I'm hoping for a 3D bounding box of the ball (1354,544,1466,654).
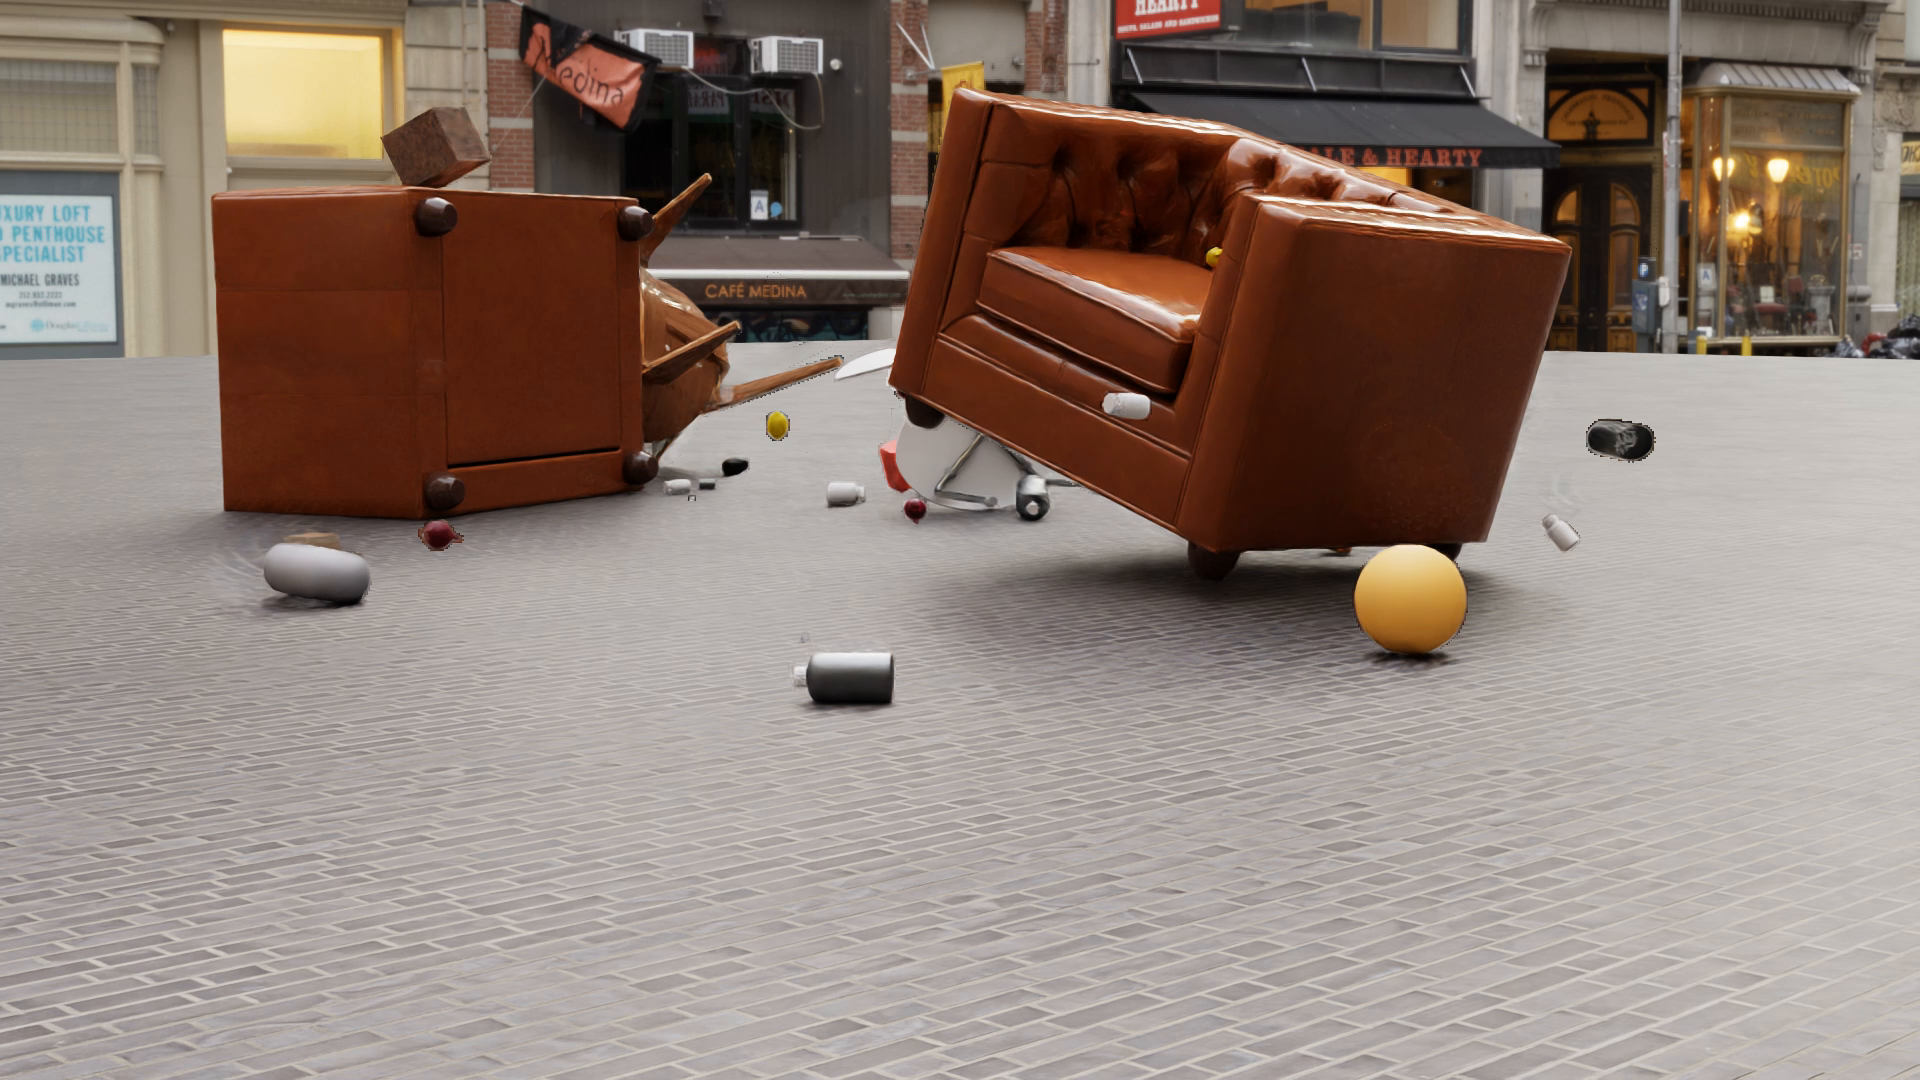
[{"bbox_3d":[0.785,0.103,4.473,0.193,0.193,0.193,0,6,0],"label":"ball"}]

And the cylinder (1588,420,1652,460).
[{"bbox_3d":[1.246,-0.189,4.842,0.082,0.064,0.098,-10,12,-15],"label":"cylinder"}]

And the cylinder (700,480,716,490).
[{"bbox_3d":[-0.781,-0.173,7.938,0.047,0.031,0.056,0,-1,-4],"label":"cylinder"}]

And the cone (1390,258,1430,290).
[{"bbox_3d":[1.316,-0.774,7.367,0.137,0.077,0.110,-27,0,38],"label":"cone"}]

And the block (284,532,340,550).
[{"bbox_3d":[-1.460,0.027,5.778,0.074,0.076,0.097,3,7,31],"label":"block"}]

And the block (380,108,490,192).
[{"bbox_3d":[-1.471,-1.097,7.202,0.187,0.165,0.187,-25,1,20],"label":"block"}]

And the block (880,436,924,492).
[{"bbox_3d":[-0.178,-0.228,7.770,0.079,0.134,0.077,-28,31,-26],"label":"block"}]

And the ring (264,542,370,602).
[{"bbox_3d":[-1.307,0.066,5.213,0.204,0.098,0.290,10,0,-30],"label":"ring"}]
